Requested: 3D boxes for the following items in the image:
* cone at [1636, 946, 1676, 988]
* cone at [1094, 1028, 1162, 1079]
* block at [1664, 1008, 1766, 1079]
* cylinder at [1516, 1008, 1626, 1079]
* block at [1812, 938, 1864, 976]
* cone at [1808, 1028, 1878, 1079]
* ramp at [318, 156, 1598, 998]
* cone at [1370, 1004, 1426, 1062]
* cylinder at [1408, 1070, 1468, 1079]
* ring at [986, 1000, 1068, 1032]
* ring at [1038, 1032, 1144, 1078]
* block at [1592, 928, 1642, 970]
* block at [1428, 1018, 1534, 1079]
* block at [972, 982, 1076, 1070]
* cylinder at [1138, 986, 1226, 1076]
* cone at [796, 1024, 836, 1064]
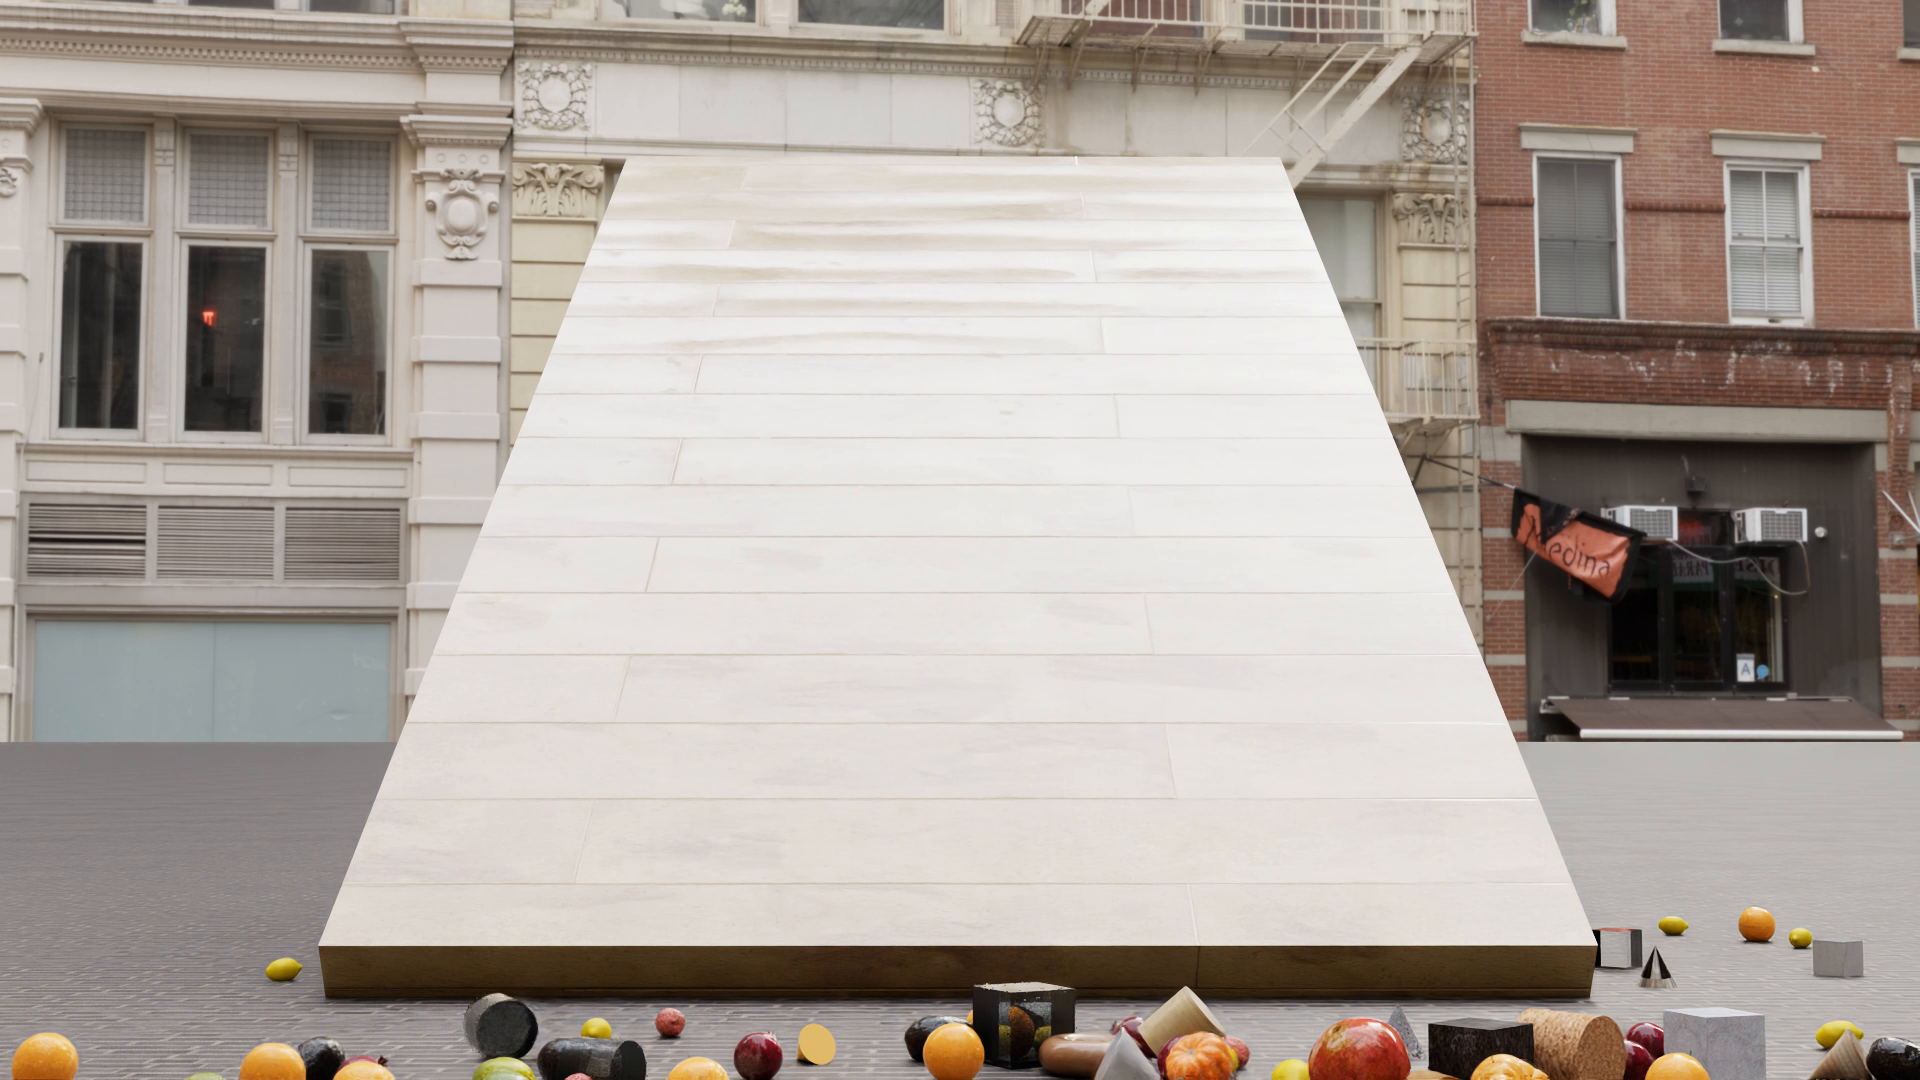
[{"bbox_3d":[1.150,0.703,3.916,0.066,0.066,0.066,0,-5,0],"label":"cone"},{"bbox_3d":[0.206,0.617,2.705,0.089,0.089,0.089,26,-4,3],"label":"cone"},{"bbox_3d":[0.900,0.605,2.828,0.083,0.083,0.083,2,-5,-19],"label":"block"},{"bbox_3d":[0.697,0.591,2.725,0.095,0.095,0.095,4,-6,-40],"label":"cylinder"},{"bbox_3d":[1.520,0.723,4.103,0.059,0.059,0.059,4,-6,-37],"label":"block"},{"bbox_3d":[1.045,0.631,2.831,0.072,0.072,0.072,-30,-15,18],"label":"cone"},{"bbox_3d":[-0.010,-0.227,5.509,2.000,0.100,4.000,0,27,0],"label":"ramp"},{"bbox_3d":[0.563,0.629,3.044,0.071,0.071,0.071,0,-5,0],"label":"cone"},{"bbox_3d":[0.502,0.591,2.497,0.058,0.058,0.058,2,-19,-23],"label":"cylinder"},{"bbox_3d":[0.095,0.670,3.333,0.116,0.039,0.116,0,-6,0],"label":"ring"},{"bbox_3d":[0.161,0.632,2.905,0.131,0.044,0.131,1,-5,0],"label":"ring"},{"bbox_3d":[1.172,0.729,4.230,0.067,0.067,0.067,-4,-6,41],"label":"block"},{"bbox_3d":[0.594,0.594,2.698,0.085,0.085,0.085,-5,-7,45],"label":"block"},{"bbox_3d":[0.080,0.614,2.998,0.094,0.094,0.094,3,-5,-29],"label":"block"},{"bbox_3d":[0.270,0.597,2.883,0.076,0.076,0.076,-41,-9,3],"label":"cylinder"},{"bbox_3d":[-0.194,0.650,3.010,0.054,0.054,0.054,4,-34,-39],"label":"cone"}]
